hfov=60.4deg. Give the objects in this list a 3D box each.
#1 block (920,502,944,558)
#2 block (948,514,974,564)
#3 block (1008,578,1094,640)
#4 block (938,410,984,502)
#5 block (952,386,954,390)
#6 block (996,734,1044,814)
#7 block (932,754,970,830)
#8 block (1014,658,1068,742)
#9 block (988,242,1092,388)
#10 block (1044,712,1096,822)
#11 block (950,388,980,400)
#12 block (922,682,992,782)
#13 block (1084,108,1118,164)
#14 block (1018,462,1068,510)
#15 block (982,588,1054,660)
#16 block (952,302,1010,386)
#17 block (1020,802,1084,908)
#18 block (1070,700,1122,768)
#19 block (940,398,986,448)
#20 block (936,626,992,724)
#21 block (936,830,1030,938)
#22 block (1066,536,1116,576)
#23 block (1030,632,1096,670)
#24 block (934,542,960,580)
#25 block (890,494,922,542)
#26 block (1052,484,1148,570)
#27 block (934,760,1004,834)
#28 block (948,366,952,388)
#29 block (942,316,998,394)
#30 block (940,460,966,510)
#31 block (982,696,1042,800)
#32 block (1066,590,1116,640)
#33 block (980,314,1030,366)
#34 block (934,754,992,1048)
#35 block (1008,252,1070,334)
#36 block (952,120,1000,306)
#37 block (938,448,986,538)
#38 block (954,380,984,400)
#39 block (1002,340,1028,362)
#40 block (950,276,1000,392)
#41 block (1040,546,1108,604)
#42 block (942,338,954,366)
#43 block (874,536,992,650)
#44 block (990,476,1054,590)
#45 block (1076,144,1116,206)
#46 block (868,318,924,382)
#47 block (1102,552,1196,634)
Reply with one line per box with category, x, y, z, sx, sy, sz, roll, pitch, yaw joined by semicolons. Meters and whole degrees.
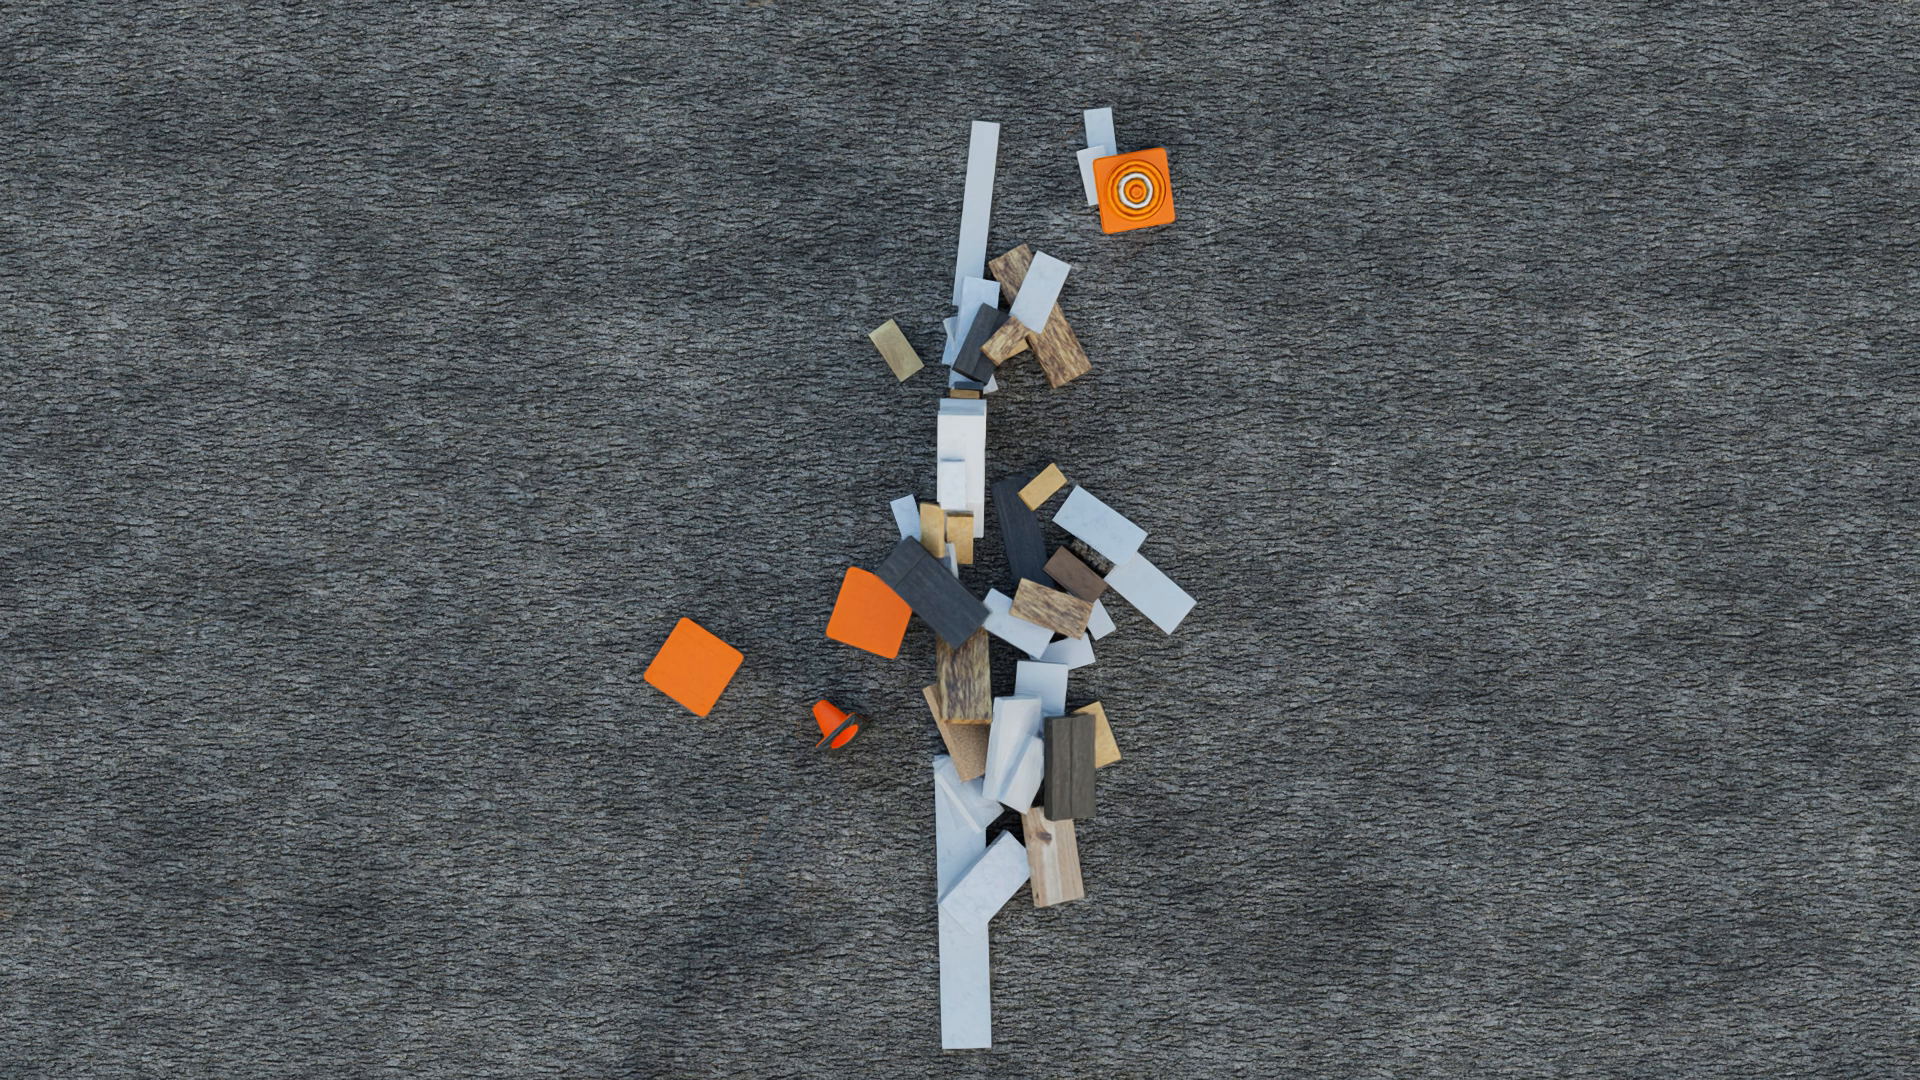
block;-0.091;-0.033;5.430;0.024;0.086;0.172;-14;107;-44
block;0.001;-0.003;5.451;0.086;0.024;0.172;1;116;0
block;0.299;0.228;5.415;0.253;0.036;0.126;20;83;-1
block;0.002;-0.268;5.330;0.148;0.042;0.297;1;113;0
block;0.003;-0.522;5.461;0.059;0.017;0.117;5;75;0
block;0.218;0.765;5.379;0.118;0.033;0.236;33;78;-37
block;0.004;0.821;5.437;0.118;0.033;0.236;-20;90;0
block;0.259;0.568;5.458;0.168;0.048;0.336;5;96;0
block;0.265;-0.743;5.480;0.143;0.040;0.471;-28;90;0
block;0.361;0.743;5.411;0.168;0.048;0.336;-3;95;-30
block;0.008;-0.436;5.405;0.094;0.188;0.027;4;68;-3
block;0.018;0.612;5.407;0.165;0.047;0.329;-17;79;-35
block;0.468;-1.341;5.487;0.091;0.026;0.182;-7;90;0
block;0.273;-0.176;5.465;0.157;0.022;0.078;-41;97;-15
block;0.181;0.276;5.439;0.253;0.036;0.126;30;84;0
block;0.079;-0.637;5.374;0.123;0.035;0.246;26;75;-10
block;0.305;1.032;5.448;0.162;0.046;0.325;-8;90;-22
block;0.452;0.647;5.486;0.102;0.029;0.204;-21;90;0
block;0.009;-0.323;5.394;0.149;0.042;0.297;1;127;0
block;0.012;0.436;5.396;0.165;0.047;0.329;3;65;-12
block;0.095;1.129;5.432;0.325;0.046;0.162;-45;100;-11
block;0.434;0.055;5.460;0.157;0.078;0.022;36;67;0
block;0.338;0.385;5.486;0.204;0.029;0.102;-17;90;0
block;-0.046;0.096;5.452;0.024;0.086;0.172;-14;98;-44
block;-0.169;-0.063;5.489;0.080;0.023;0.160;-19;90;0
block;0.464;-0.041;5.457;0.285;0.040;0.143;35;89;9
block;0.031;0.823;5.372;0.118;0.033;0.236;-36;90;-37
block;-0.003;-0.563;5.492;0.059;0.017;0.117;6;90;0
block;0.035;-0.612;5.459;0.096;0.027;0.273;-18;86;-27
block;-0.022;-0.179;5.333;0.080;0.023;0.160;-1;113;1
block;0.170;0.676;5.376;0.165;0.047;0.329;2;98;-39
block;0.420;0.205;5.489;0.078;0.022;0.254;-31;90;0
block;0.147;-0.651;5.366;0.080;0.023;0.160;45;72;-5
block;0.009;1.195;5.477;0.162;0.046;0.970;-2;90;0
block;0.260;-0.815;5.442;0.123;0.035;0.246;24;90;0
block;0.053;-1.082;5.487;0.091;0.026;0.615;6;90;0
block;0.005;-0.155;5.423;0.148;0.042;0.297;1;113;0
block;0.027;-0.463;5.408;0.094;0.188;0.027;3;68;0
block;0.122;-0.636;5.457;0.192;0.027;0.096;-29;90;-19
block;0.050;-0.676;5.409;0.123;0.035;0.370;9;78;-15
block;0.380;0.122;5.457;0.204;0.029;0.102;39;85;-4
block;-0.020;-0.636;5.474;0.059;0.017;0.117;13;72;0
block;-0.088;0.172;5.399;0.373;0.048;0.168;43;95;10
block;0.218;0.038;5.482;0.126;0.036;0.490;-14;90;0
block;0.451;-1.209;5.469;0.091;0.026;0.182;-14;101;1
block;-0.211;-0.630;5.486;0.096;0.027;0.192;-34;90;0
block;0.629;0.168;5.480;0.285;0.040;0.143;40;90;0
